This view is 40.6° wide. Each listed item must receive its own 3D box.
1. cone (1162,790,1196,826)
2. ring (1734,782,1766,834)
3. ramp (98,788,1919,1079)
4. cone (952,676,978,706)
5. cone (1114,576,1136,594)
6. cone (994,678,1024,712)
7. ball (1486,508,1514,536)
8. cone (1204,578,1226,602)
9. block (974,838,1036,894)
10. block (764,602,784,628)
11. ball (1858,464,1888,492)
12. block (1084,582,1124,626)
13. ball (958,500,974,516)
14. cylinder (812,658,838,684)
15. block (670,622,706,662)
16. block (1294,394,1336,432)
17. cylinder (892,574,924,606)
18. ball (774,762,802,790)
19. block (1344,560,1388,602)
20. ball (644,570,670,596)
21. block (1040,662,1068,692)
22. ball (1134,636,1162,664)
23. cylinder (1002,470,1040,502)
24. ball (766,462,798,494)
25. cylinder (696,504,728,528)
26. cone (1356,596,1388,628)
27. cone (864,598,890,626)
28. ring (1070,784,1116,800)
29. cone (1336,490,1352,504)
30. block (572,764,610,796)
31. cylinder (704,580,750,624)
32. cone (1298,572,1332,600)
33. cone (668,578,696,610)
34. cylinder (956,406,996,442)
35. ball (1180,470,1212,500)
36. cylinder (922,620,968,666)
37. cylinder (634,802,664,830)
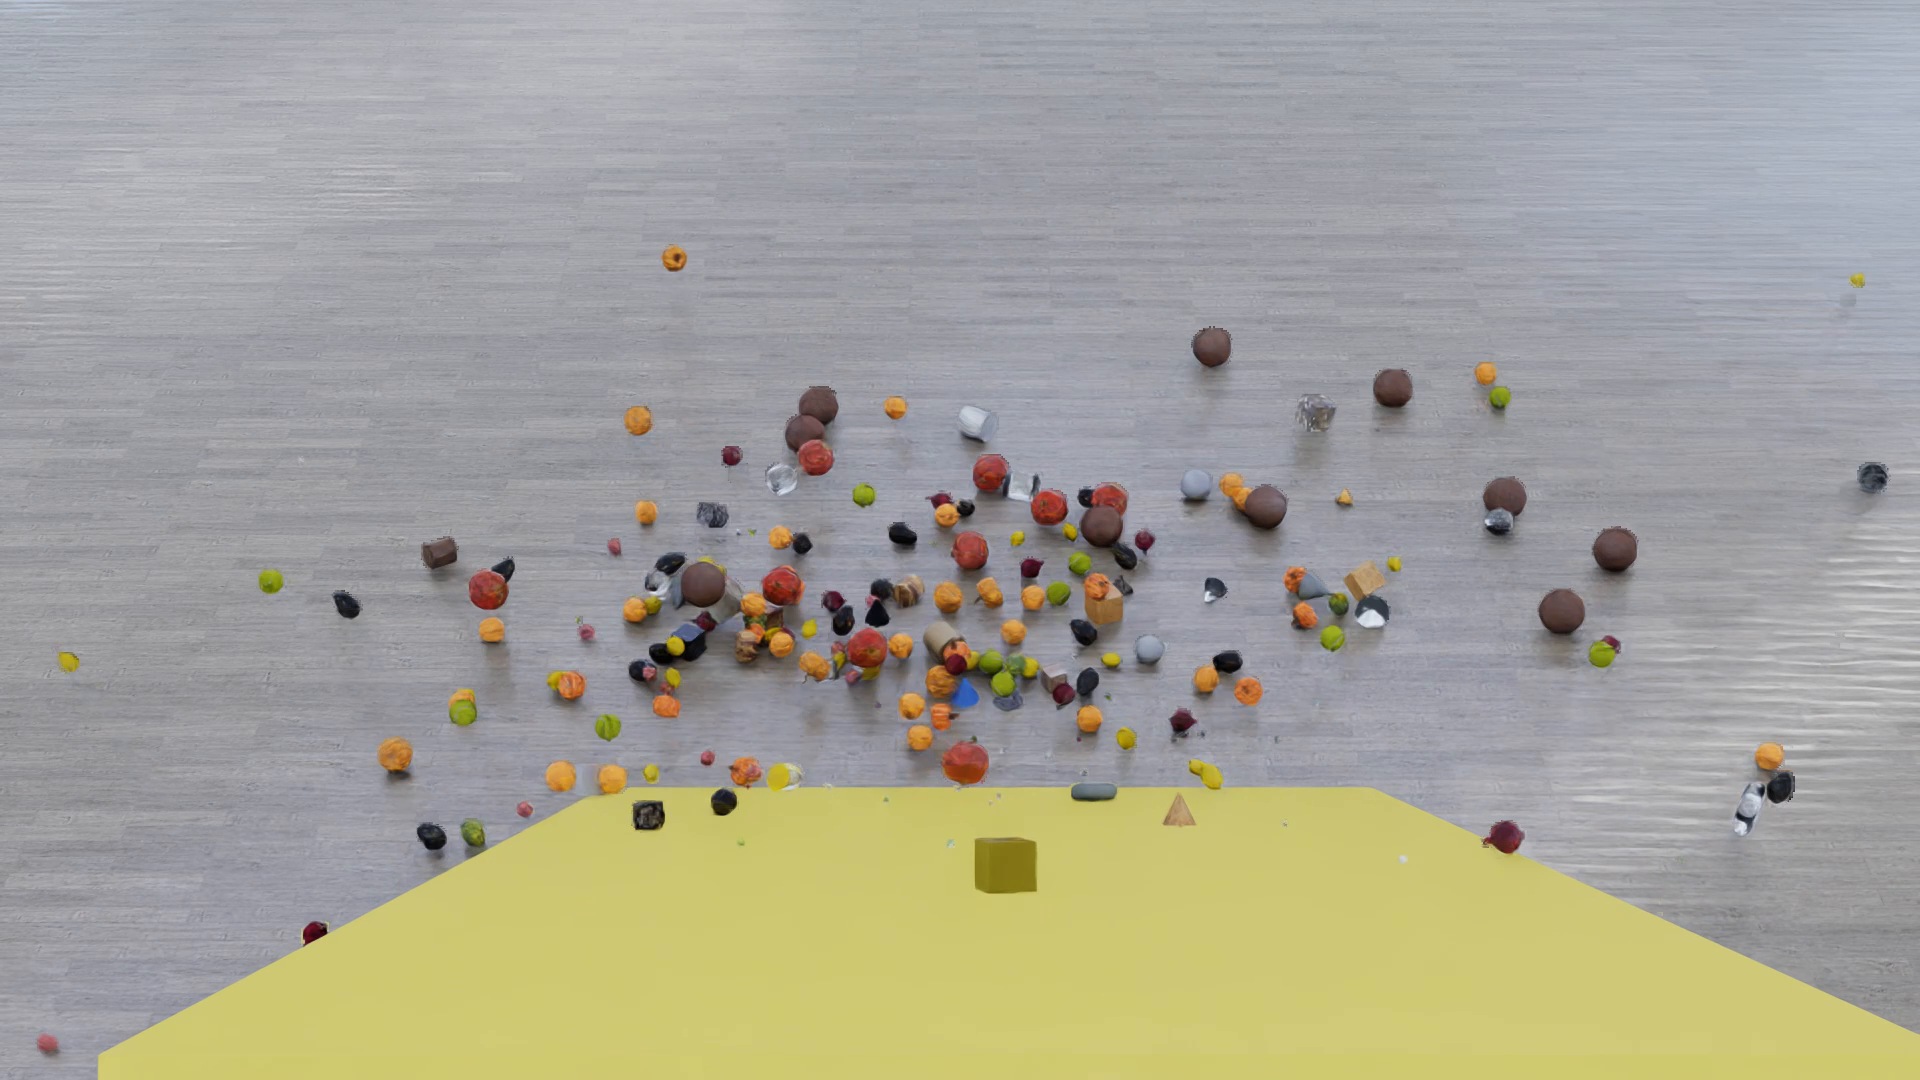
[{"bbox_3d":[0.476,0.582,5.638,0.075,0.075,0.075,0,-1,0],"label":"cone"},{"bbox_3d":[2.045,0.694,6.723,0.049,0.147,0.147,21,39,22],"label":"ring"},{"bbox_3d":[0.075,0.649,4.783,2.000,0.100,4.000,0,-1,0],"label":"ramp"},{"bbox_3d":[0.014,0.410,7.215,0.077,0.077,0.077,0,34,0],"label":"cone"},{"bbox_3d":[0.491,0.146,7.650,0.065,0.065,0.065,22,32,-12],"label":"cone"},{"bbox_3d":[0.135,0.416,7.200,0.083,0.083,0.083,0,34,0],"label":"cone"},{"bbox_3d":[1.644,-0.055,7.905,0.084,0.084,0.084,0,34,0],"label":"ball"},{"bbox_3d":[0.733,0.161,7.603,0.072,0.072,0.072,19,48,26],"label":"cone"},{"bbox_3d":[0.076,0.548,4.372,0.084,0.084,0.084,0,-1,-15],"label":"block"},{"bbox_3d":[-0.541,0.215,7.530,0.051,0.051,0.051,-7,34,-10],"label":"block"},{"bbox_3d":[2.853,-0.195,8.109,0.090,0.090,0.090,0,34,0],"label":"ball"},{"bbox_3d":[0.418,0.184,7.549,0.082,0.082,0.082,-13,36,-19],"label":"block"},{"bbox_3d":[0.018,-0.099,7.999,0.052,0.052,0.052,0,34,0],"label":"ball"},{"bbox_3d":[-0.378,0.368,7.289,0.060,0.060,0.060,-13,36,-14],"label":"cylinder"},{"bbox_3d":[-0.774,0.292,7.398,0.069,0.069,0.069,18,38,25],"label":"block"},{"bbox_3d":[1.143,-0.409,8.355,0.084,0.084,0.084,-3,33,-31],"label":"block"},{"bbox_3d":[-0.151,0.148,7.613,0.070,0.070,0.070,17,37,24],"label":"cylinder"},{"bbox_3d":[-0.441,0.609,6.678,0.070,0.070,0.070,0,34,0],"label":"ball"},{"bbox_3d":[1.173,0.119,7.519,0.079,0.079,0.079,-29,81,-16],"label":"block"},{"bbox_3d":[-0.881,0.126,7.552,0.075,0.075,0.075,0,34,0],"label":"ball"},{"bbox_3d":[0.263,0.386,7.272,0.054,0.054,0.054,-15,37,-21],"label":"block"},{"bbox_3d":[0.536,0.312,7.359,0.080,0.080,0.080,0,34,0],"label":"ball"},{"bbox_3d":[0.191,-0.167,8.044,0.088,0.088,0.088,8,33,29],"label":"cylinder"},{"bbox_3d":[-0.556,-0.191,8.093,0.099,0.099,0.099,0,34,0],"label":"ball"},{"bbox_3d":[-0.754,-0.075,7.888,0.070,0.070,0.070,25,10,32],"label":"cylinder"},{"bbox_3d":[1.196,0.201,7.546,0.096,0.096,0.096,3,9,5],"label":"cone"},{"bbox_3d":[-0.241,0.199,7.533,0.076,0.076,0.076,0,34,0],"label":"cone"},{"bbox_3d":[0.328,0.617,6.360,0.115,0.038,0.115,0,-3,0],"label":"ring"},{"bbox_3d":[1.203,-0.124,8.057,0.050,0.050,0.050,36,43,10],"label":"cone"},{"bbox_3d":[-0.932,0.604,6.551,0.074,0.074,0.074,1,-2,-28],"label":"block"},{"bbox_3d":[-0.674,0.177,7.481,0.093,0.093,0.093,-35,32,15],"label":"cylinder"},{"bbox_3d":[1.047,0.147,7.558,0.088,0.088,0.088,18,37,31],"label":"cone"},{"bbox_3d":[-0.824,0.169,7.610,0.087,0.087,0.087,4,60,6],"label":"cone"},{"bbox_3d":[0.054,-0.377,8.371,0.092,0.092,0.092,22,40,30],"label":"cylinder"},{"bbox_3d":[0.735,-0.171,8.067,0.096,0.096,0.096,0,34,0],"label":"ball"},{"bbox_3d":[-0.042,0.292,7.377,0.093,0.093,0.093,-18,38,-25],"label":"cylinder"},{"bbox_3d":[-0.663,0.587,5.526,0.057,0.057,0.057,-2,33,-15],"label":"cylinder"}]
